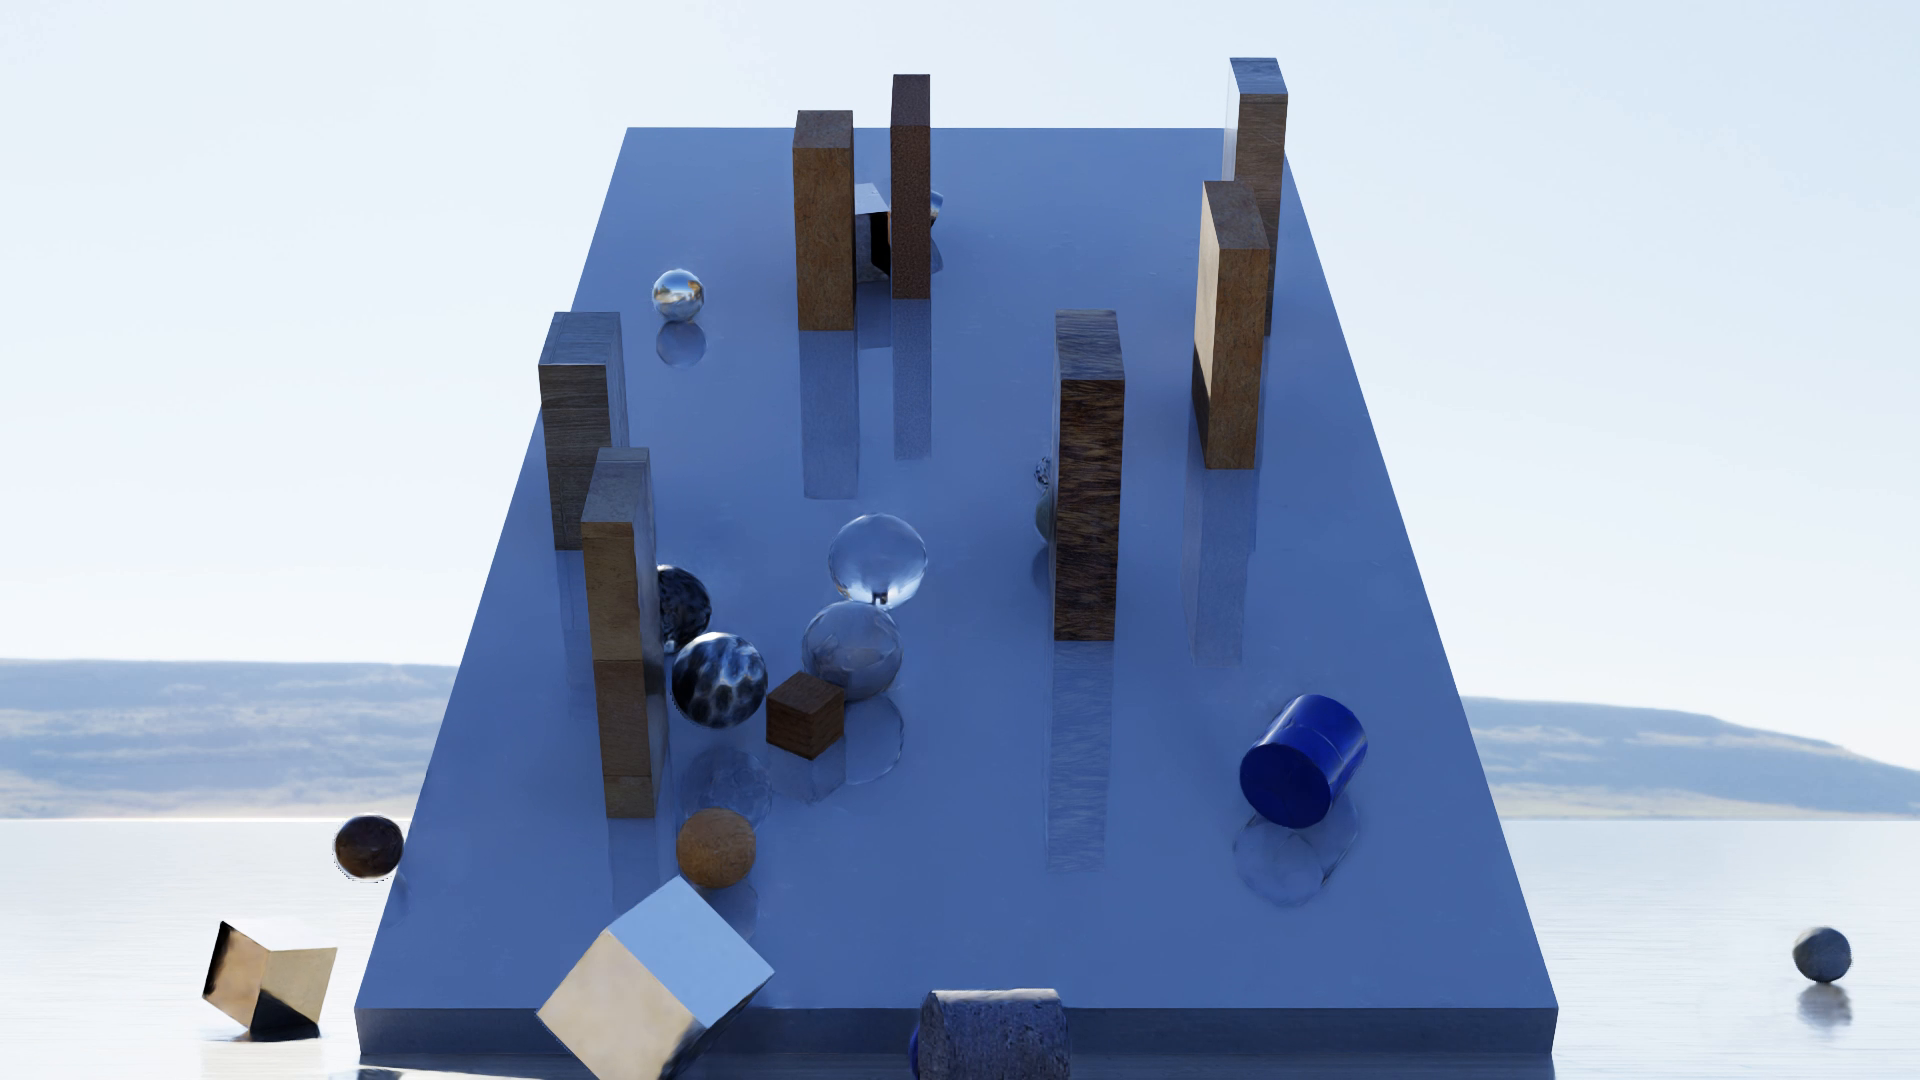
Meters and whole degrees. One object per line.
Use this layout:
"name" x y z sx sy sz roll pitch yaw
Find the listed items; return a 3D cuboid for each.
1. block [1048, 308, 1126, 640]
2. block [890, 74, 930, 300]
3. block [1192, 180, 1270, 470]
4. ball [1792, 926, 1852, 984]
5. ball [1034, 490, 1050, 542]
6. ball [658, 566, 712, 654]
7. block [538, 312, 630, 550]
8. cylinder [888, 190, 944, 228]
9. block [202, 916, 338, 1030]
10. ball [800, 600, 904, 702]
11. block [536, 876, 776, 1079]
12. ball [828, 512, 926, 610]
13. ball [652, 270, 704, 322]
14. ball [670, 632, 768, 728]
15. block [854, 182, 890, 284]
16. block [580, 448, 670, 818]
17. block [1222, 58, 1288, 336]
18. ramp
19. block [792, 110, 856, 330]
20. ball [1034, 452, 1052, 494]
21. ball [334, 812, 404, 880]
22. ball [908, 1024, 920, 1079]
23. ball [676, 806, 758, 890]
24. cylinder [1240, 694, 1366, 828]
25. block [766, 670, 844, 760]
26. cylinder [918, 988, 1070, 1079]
"block" 0.255 -0.132 4.965 0.124 0.601 0.317 0 31 0
"block" -0.129 -0.939 6.435 0.100 0.483 0.377 0 31 0
"block" 0.623 -0.501 5.635 0.111 0.553 0.391 0 31 0
"ball" 2.057 0.988 5.788 0.135 0.135 0.135 0 -6 0
"ball" 0.234 -0.052 5.279 0.142 0.142 0.142 0 -6 0
"ball" -0.594 0.142 4.910 0.181 0.181 0.181 0 -6 0
"block" -0.811 -0.237 5.282 0.141 0.451 0.259 0 31 0
"cylinder" -0.125 -0.927 6.731 0.118 0.118 0.118 23 -12 -13
"block" -1.311 0.821 4.610 0.158 0.158 0.158 20 7 36
"ball" -0.212 0.217 4.766 0.201 0.201 0.201 0 -6 0
"block" -0.412 0.615 3.298 0.189 0.189 0.189 -51 -9 27
"ball" -0.171 0.045 5.052 0.205 0.205 0.205 0 -6 0
"ball" -0.726 -0.630 6.252 0.135 0.135 0.135 0 -6 0
"ball" -0.457 0.267 4.616 0.183 0.183 0.183 0 -6 0
"block" -0.307 -0.819 6.510 0.199 0.199 0.199 -8 32 -13
"block" -0.605 0.172 4.418 0.089 0.631 0.266 0 31 0
"block" 0.735 -0.868 6.158 0.119 0.650 0.259 0 31 0
"ramp" -0.014 -0.203 5.769 2.000 0.100 4.000 0 31 0
"block" -0.344 -0.819 6.217 0.141 0.498 0.261 0 31 0
"ball" 0.227 -0.142 5.455 0.118 0.118 0.118 0 -6 0
"ball" -1.046 0.542 4.296 0.120 0.120 0.120 0 -6 0
"ball" -0.006 0.707 3.337 0.130 0.130 0.130 0 -6 0
"ball" -0.429 0.542 4.274 0.143 0.143 0.143 0 -6 0
"cylinder" 0.633 0.407 4.473 0.180 0.180 0.180 -4 24 35
"block" -0.296 0.337 4.655 0.107 0.107 0.107 20 36 28
"cylinder" 0.043 0.677 3.201 0.163 0.163 0.163 2 -7 -14
